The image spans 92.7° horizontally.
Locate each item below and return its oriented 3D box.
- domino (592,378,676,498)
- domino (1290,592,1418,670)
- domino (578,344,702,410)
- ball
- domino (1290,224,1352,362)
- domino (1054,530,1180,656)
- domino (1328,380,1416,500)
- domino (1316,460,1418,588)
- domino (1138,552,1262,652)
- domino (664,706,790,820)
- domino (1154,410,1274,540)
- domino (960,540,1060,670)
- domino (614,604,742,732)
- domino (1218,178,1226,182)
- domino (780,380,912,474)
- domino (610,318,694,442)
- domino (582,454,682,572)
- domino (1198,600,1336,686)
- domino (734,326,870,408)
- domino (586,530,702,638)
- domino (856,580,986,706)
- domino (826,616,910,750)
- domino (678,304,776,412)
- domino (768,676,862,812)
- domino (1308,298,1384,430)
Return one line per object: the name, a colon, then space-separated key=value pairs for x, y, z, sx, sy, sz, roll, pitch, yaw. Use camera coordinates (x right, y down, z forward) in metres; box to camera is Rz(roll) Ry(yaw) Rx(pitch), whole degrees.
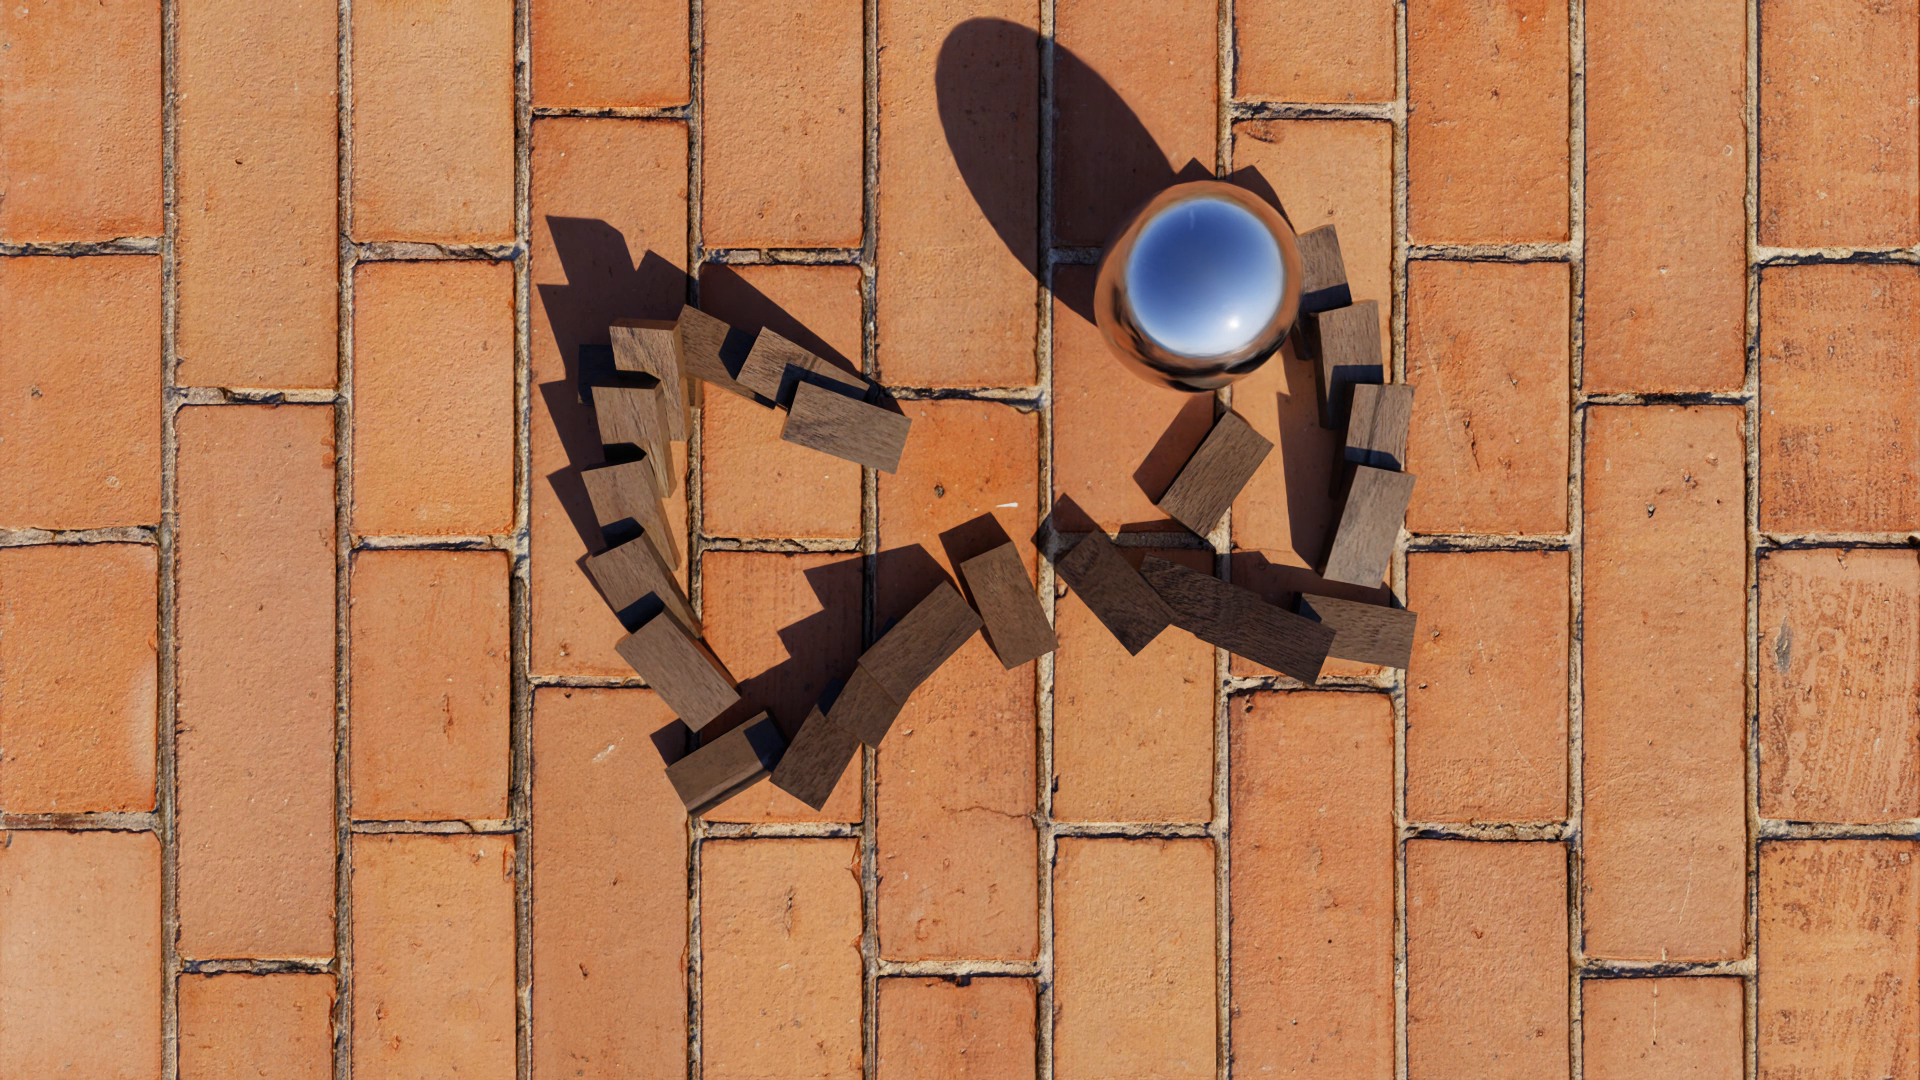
domino: x=-0.135 y=-0.042 z=0.383 sx=0.025 sy=0.010 sz=0.050 roll=3 pitch=123 yaw=0
domino: x=0.168 y=0.039 z=0.395 sx=0.050 sy=0.009 sz=0.025 roll=10 pitch=90 yaw=0
domino: x=-0.138 y=-0.070 z=0.395 sx=0.050 sy=0.009 sz=0.025 roll=2 pitch=90 yaw=0
ball: x=0.093 y=-0.098 z=0.360 sx=0.080 sy=0.080 sz=0.080 roll=0 pitch=90 yaw=0
domino: x=0.150 y=-0.104 z=0.388 sx=0.025 sy=0.010 sz=0.050 roll=-22 pitch=107 yaw=0
domino: x=0.066 y=0.022 z=0.388 sx=0.025 sy=0.009 sz=0.050 roll=-43 pitch=75 yaw=7
domino: x=0.174 y=-0.041 z=0.388 sx=0.025 sy=0.010 sz=0.050 roll=2 pitch=107 yaw=-1
domino: x=0.171 y=-0.006 z=0.388 sx=0.025 sy=0.010 sz=0.050 roll=10 pitch=106 yaw=-2
domino: x=0.099 y=0.026 z=0.388 sx=0.050 sy=0.010 sz=0.025 roll=22 pitch=90 yaw=16
domino: x=-0.098 y=0.096 z=0.395 sx=0.050 sy=0.009 sz=0.025 roll=-30 pitch=90 yaw=0
domino: x=0.109 y=-0.028 z=0.395 sx=0.025 sy=0.009 sz=0.050 roll=36 pitch=90 yaw=0
domino: x=0.021 y=0.028 z=0.395 sx=0.025 sy=0.010 sz=0.050 roll=-24 pitch=90 yaw=0
domino: x=-0.118 y=0.055 z=0.388 sx=0.025 sy=0.010 sz=0.050 roll=-37 pitch=108 yaw=0
domino: x=0.121 y=-0.129 z=0.395 sx=0.050 sy=0.009 sz=0.025 roll=43 pitch=90 yaw=0
domino: x=-0.048 y=-0.047 z=0.386 sx=0.050 sy=0.010 sz=0.025 roll=16 pitch=94 yaw=-20
domino: x=-0.127 y=-0.066 z=0.379 sx=0.025 sy=0.010 sz=0.050 roll=4 pitch=125 yaw=0
domino: x=-0.138 y=-0.009 z=0.386 sx=0.025 sy=0.010 sz=0.050 roll=-11 pitch=113 yaw=0
domino: x=0.130 y=0.040 z=0.389 sx=0.050 sy=0.009 sz=0.025 roll=22 pitch=90 yaw=16
domino: x=-0.066 y=-0.066 z=0.387 sx=0.050 sy=0.010 sz=0.025 roll=27 pitch=90 yaw=-20
domino: x=-0.133 y=0.024 z=0.387 sx=0.025 sy=0.009 sz=0.050 roll=-25 pitch=110 yaw=0
domino: x=-0.016 y=0.043 z=0.385 sx=0.050 sy=0.009 sz=0.025 roll=-42 pitch=86 yaw=-16
domino: x=-0.033 y=0.060 z=0.389 sx=0.025 sy=0.009 sz=0.050 roll=33 pitch=74 yaw=0
domino: x=-0.098 y=-0.077 z=0.389 sx=0.050 sy=0.010 sz=0.025 roll=24 pitch=87 yaw=-13
domino: x=-0.057 y=0.086 z=0.389 sx=0.025 sy=0.010 sz=0.050 roll=31 pitch=75 yaw=0
domino: x=0.164 y=-0.074 z=0.388 sx=0.025 sy=0.010 sz=0.050 roll=-13 pitch=107 yaw=0
